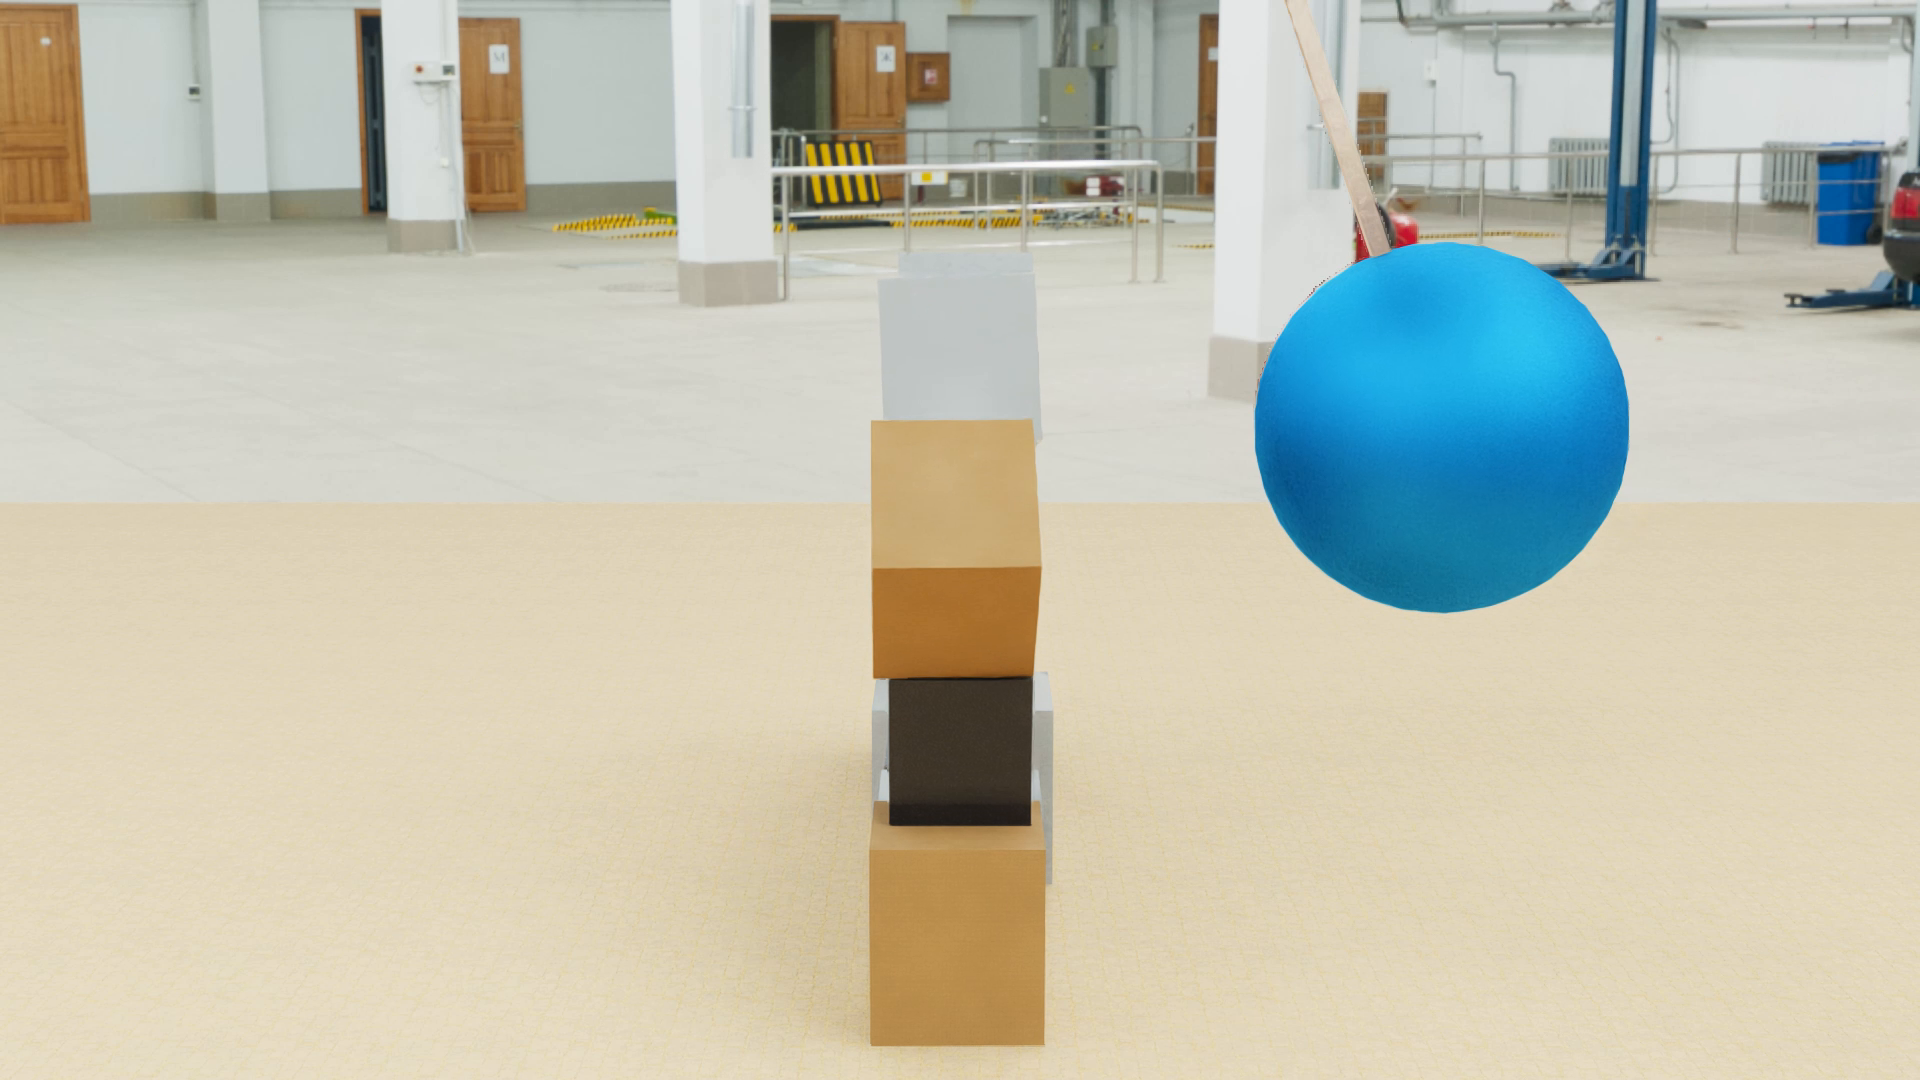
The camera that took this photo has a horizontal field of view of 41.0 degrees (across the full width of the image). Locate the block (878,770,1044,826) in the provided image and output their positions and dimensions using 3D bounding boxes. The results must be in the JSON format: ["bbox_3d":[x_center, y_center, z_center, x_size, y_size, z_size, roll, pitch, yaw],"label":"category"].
[{"bbox_3d":[0.000,1.341,10.287,0.644,0.680,0.677,0,10,0],"label":"block"}]

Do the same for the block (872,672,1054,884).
[{"bbox_3d":[0.011,1.059,11.552,0.789,0.783,0.740,0,10,0],"label":"block"}]

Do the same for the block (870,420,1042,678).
[{"bbox_3d":[-0.028,0.035,9.330,0.589,0.677,0.665,-1,53,-2],"label":"block"}]

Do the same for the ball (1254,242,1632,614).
[{"bbox_3d":[2.074,-0.483,11.093,1.600,1.600,1.600,0,10,0],"label":"ball"}]

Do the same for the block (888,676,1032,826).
[{"bbox_3d":[0.001,0.706,9.727,0.528,0.576,0.562,0,17,0],"label":"block"}]

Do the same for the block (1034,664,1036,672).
[{"bbox_3d":[0.007,0.985,12.278,0.716,0.669,0.696,0,10,0],"label":"block"}]

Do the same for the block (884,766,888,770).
[{"bbox_3d":[-0.007,1.297,10.921,0.642,0.540,0.567,0,10,0],"label":"block"}]

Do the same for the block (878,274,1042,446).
[{"bbox_3d":[-0.007,-0.747,11.012,0.658,0.698,0.661,-2,0,-1],"label":"block"}]

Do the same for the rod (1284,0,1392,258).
[{"bbox_3d":[0.899,-3.622,10.522,0.080,5.200,0.080,-20,10,4],"label":"rod"}]

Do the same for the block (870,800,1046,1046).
[{"bbox_3d":[-0.010,1.428,9.626,0.637,0.746,0.633,0,10,0],"label":"block"}]

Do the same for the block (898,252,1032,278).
[{"bbox_3d":[0.023,-0.950,11.960,0.611,0.714,0.573,0,0,0],"label":"block"}]
